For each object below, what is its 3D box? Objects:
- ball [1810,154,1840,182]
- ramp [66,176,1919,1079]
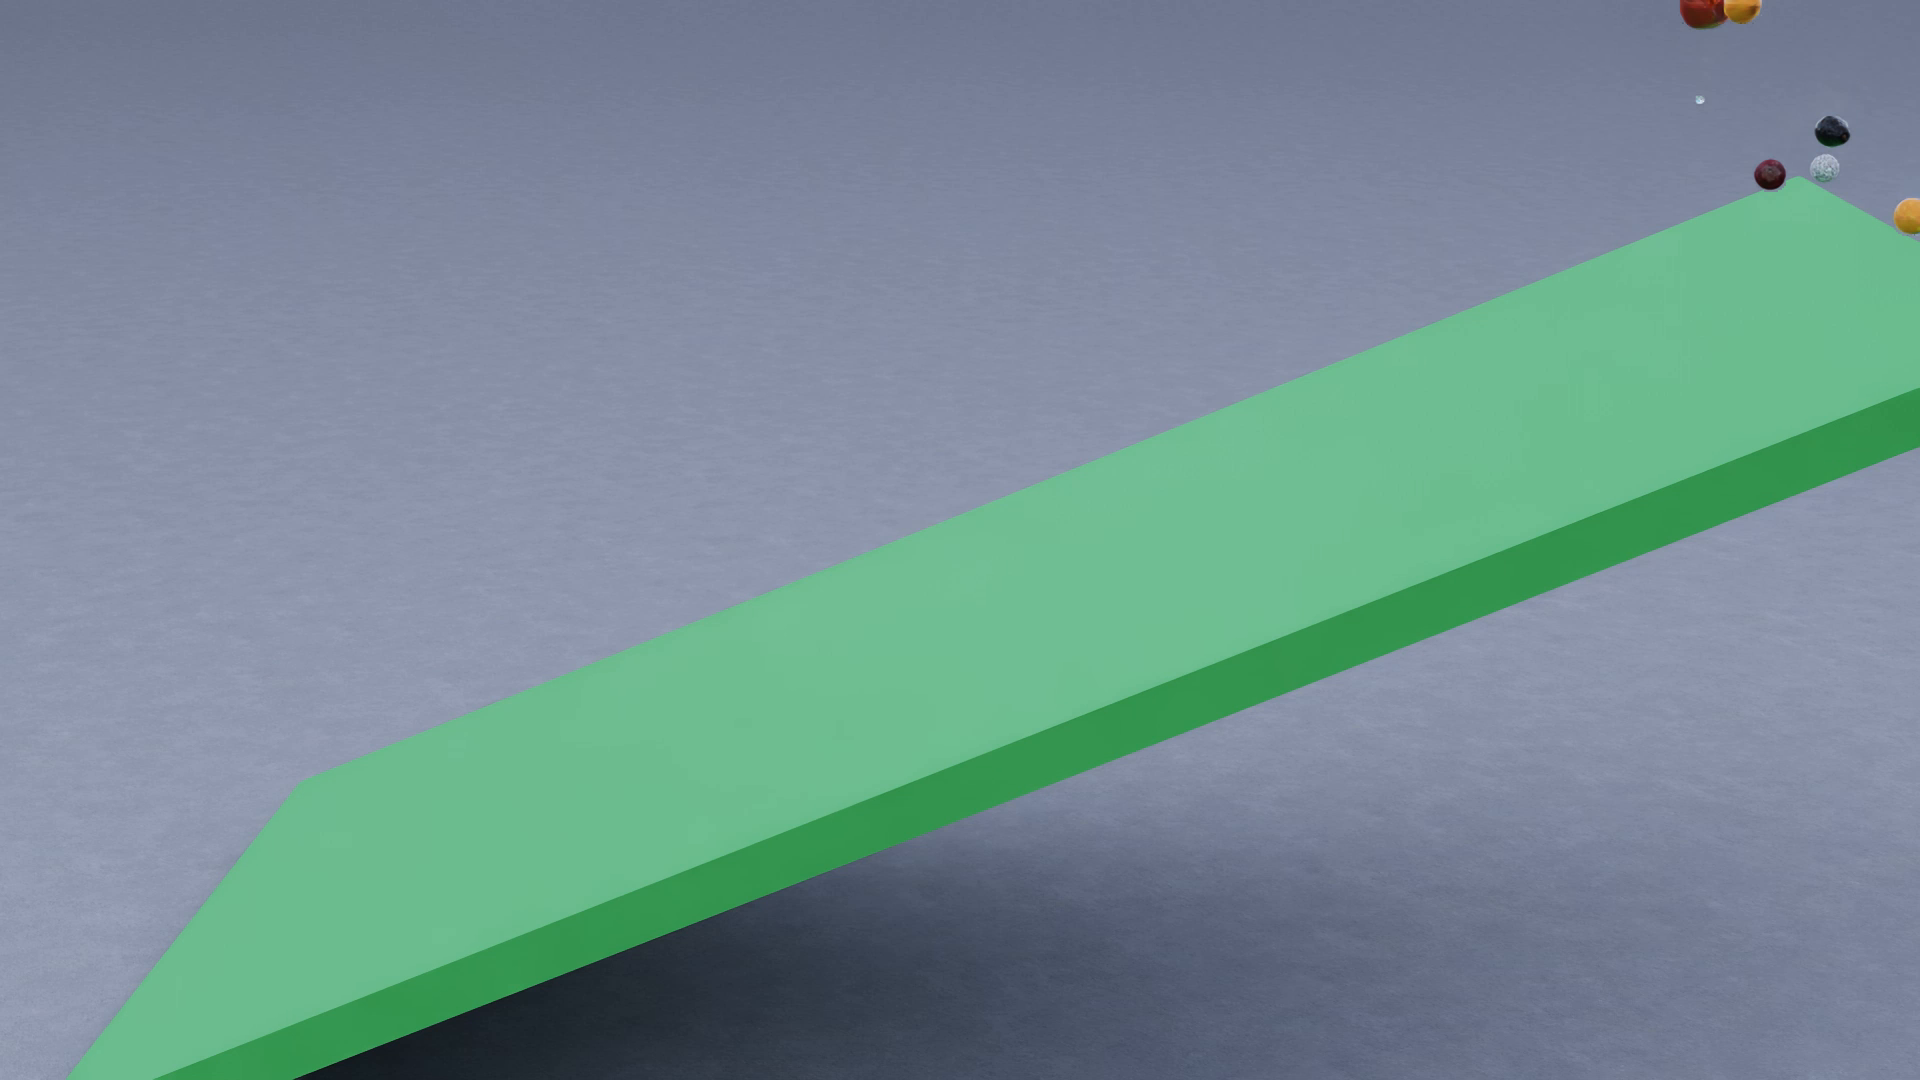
[{"bbox_3d":[1.779,-0.764,6.051,0.057,0.057,0.057,0,15,0],"label":"ball"},{"bbox_3d":[0.128,0.171,6.287,4.000,0.100,2.000,-22,12,8],"label":"ramp"}]
